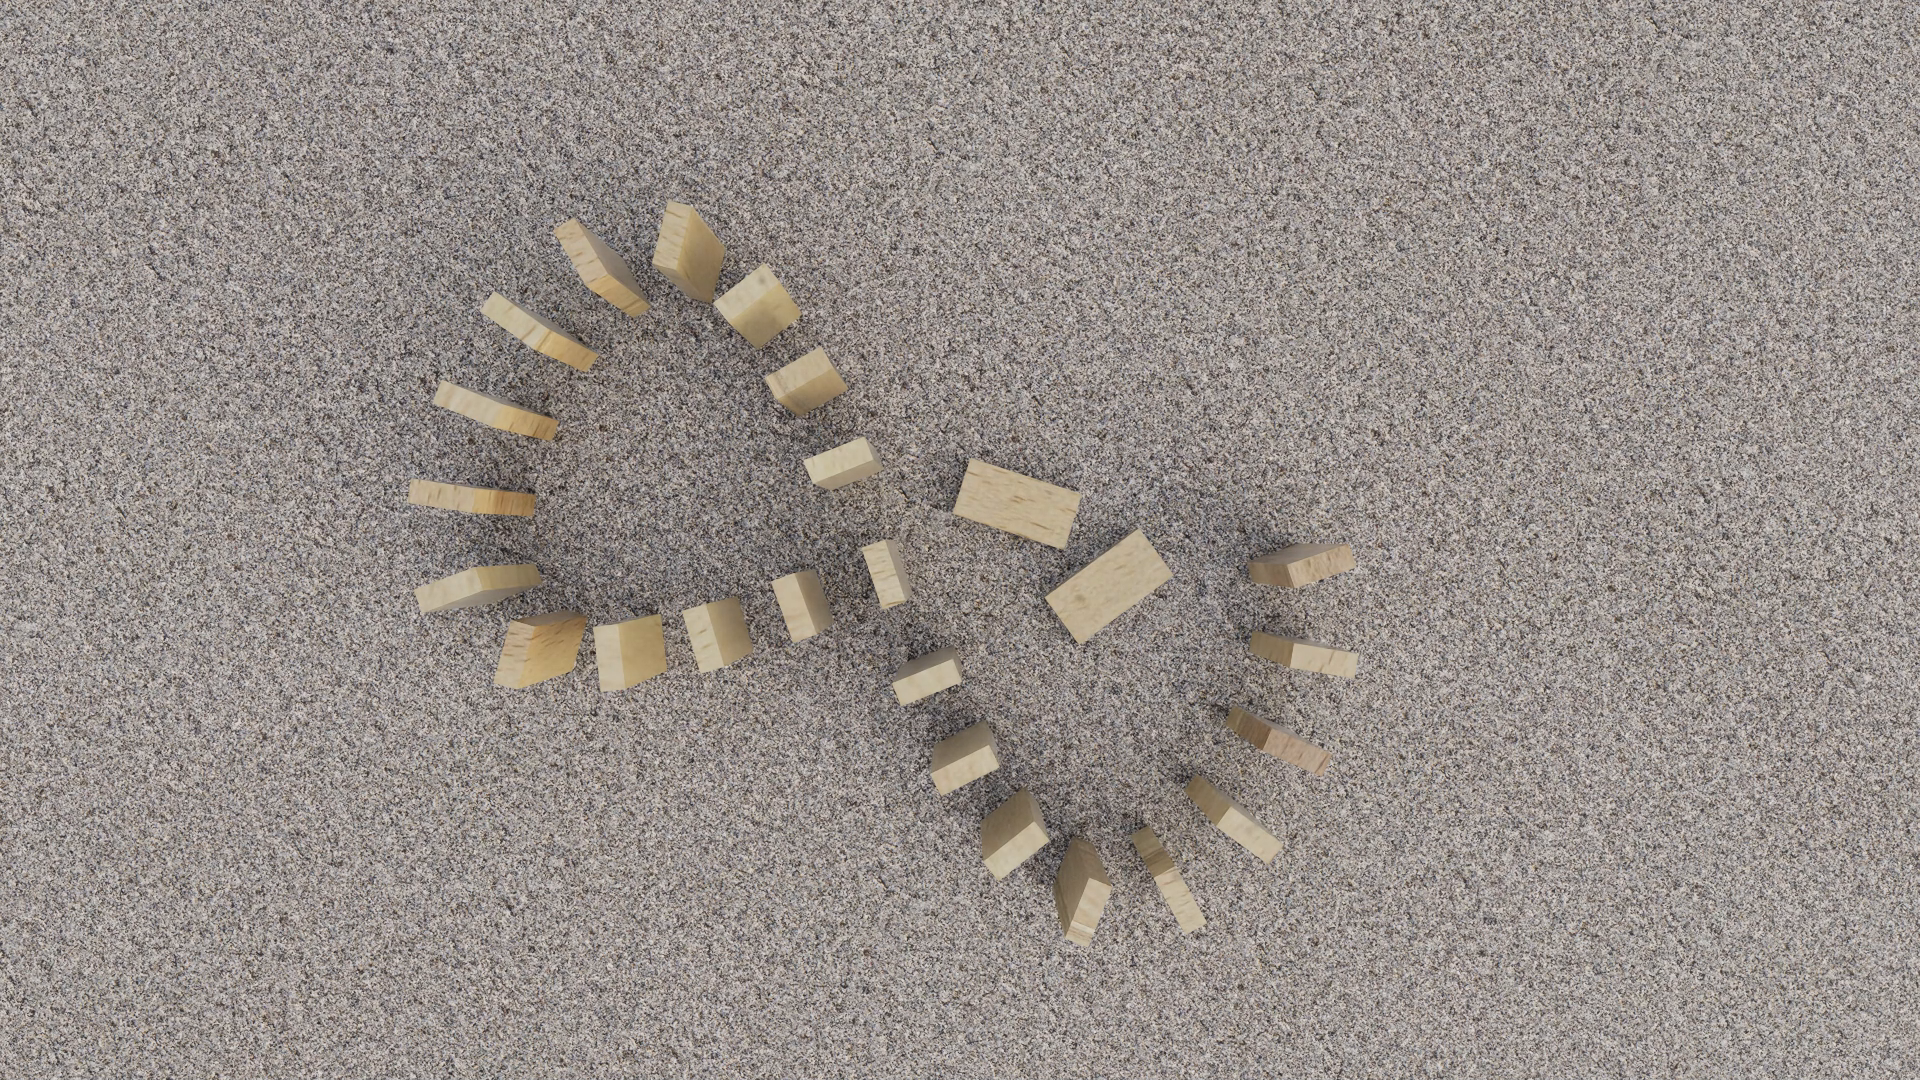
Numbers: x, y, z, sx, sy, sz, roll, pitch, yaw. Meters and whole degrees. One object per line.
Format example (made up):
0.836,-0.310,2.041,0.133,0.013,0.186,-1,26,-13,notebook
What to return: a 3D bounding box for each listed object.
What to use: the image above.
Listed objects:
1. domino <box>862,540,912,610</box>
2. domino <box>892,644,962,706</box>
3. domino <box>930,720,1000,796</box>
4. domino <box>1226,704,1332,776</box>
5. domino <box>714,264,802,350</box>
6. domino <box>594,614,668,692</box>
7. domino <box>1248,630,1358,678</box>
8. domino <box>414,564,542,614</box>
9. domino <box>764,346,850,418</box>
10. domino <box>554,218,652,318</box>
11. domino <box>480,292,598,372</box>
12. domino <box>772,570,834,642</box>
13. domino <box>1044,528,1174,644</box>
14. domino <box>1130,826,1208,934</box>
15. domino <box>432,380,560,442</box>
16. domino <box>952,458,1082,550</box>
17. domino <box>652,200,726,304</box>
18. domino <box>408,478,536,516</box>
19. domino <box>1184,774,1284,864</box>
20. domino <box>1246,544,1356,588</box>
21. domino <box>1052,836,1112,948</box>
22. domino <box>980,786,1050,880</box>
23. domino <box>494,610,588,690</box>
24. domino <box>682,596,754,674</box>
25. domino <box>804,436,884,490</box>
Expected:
-0.029,0.013,0.375,0.009,0.050,0.025,-19,90,0,domino
-0.013,0.054,0.375,0.025,0.050,0.009,-22,90,0,domino
0.002,0.088,0.375,0.025,0.050,0.010,-26,90,0,domino
0.129,0.081,0.375,0.025,0.050,0.010,24,90,0,domino
-0.082,-0.095,0.375,0.025,0.050,0.009,-38,90,0,domino
-0.134,0.045,0.375,0.010,0.050,0.025,-7,90,0,domino
0.139,0.046,0.375,0.025,0.050,0.010,10,90,0,domino
-0.195,0.019,0.375,0.025,0.050,0.009,-21,90,0,domino
-0.062,-0.064,0.375,0.025,0.050,0.010,-29,90,0,domino
-0.145,-0.110,0.375,0.009,0.050,0.025,-31,90,0,domino
-0.171,-0.084,0.375,0.025,0.050,0.009,35,90,0,domino
-0.063,0.026,0.375,0.009,0.050,0.025,-20,90,0,domino
0.064,0.020,0.395,0.050,0.010,0.025,-36,90,0,domino
0.084,0.138,0.375,0.009,0.050,0.025,-29,90,0,domino
-0.188,-0.052,0.375,0.025,0.050,0.010,22,90,0,domino
0.024,-0.015,0.395,0.050,0.009,0.025,18,90,0,domino
-0.110,-0.117,0.375,0.010,0.050,0.025,15,90,0,domino
-0.198,-0.017,0.375,0.025,0.050,0.010,9,90,0,domino
0.111,0.113,0.375,0.025,0.050,0.010,36,90,0,domino
0.138,0.010,0.375,0.025,0.050,0.009,-19,90,0,domino
0.049,0.142,0.375,0.009,0.050,0.025,22,90,0,domino
0.022,0.119,0.375,0.025,0.050,0.010,-38,90,0,domino
-0.170,0.044,0.375,0.009,0.050,0.025,16,90,0,domino
-0.098,0.038,0.375,0.009,0.050,0.025,-17,90,0,domino
-0.046,-0.031,0.375,0.025,0.050,0.010,-22,90,0,domino
